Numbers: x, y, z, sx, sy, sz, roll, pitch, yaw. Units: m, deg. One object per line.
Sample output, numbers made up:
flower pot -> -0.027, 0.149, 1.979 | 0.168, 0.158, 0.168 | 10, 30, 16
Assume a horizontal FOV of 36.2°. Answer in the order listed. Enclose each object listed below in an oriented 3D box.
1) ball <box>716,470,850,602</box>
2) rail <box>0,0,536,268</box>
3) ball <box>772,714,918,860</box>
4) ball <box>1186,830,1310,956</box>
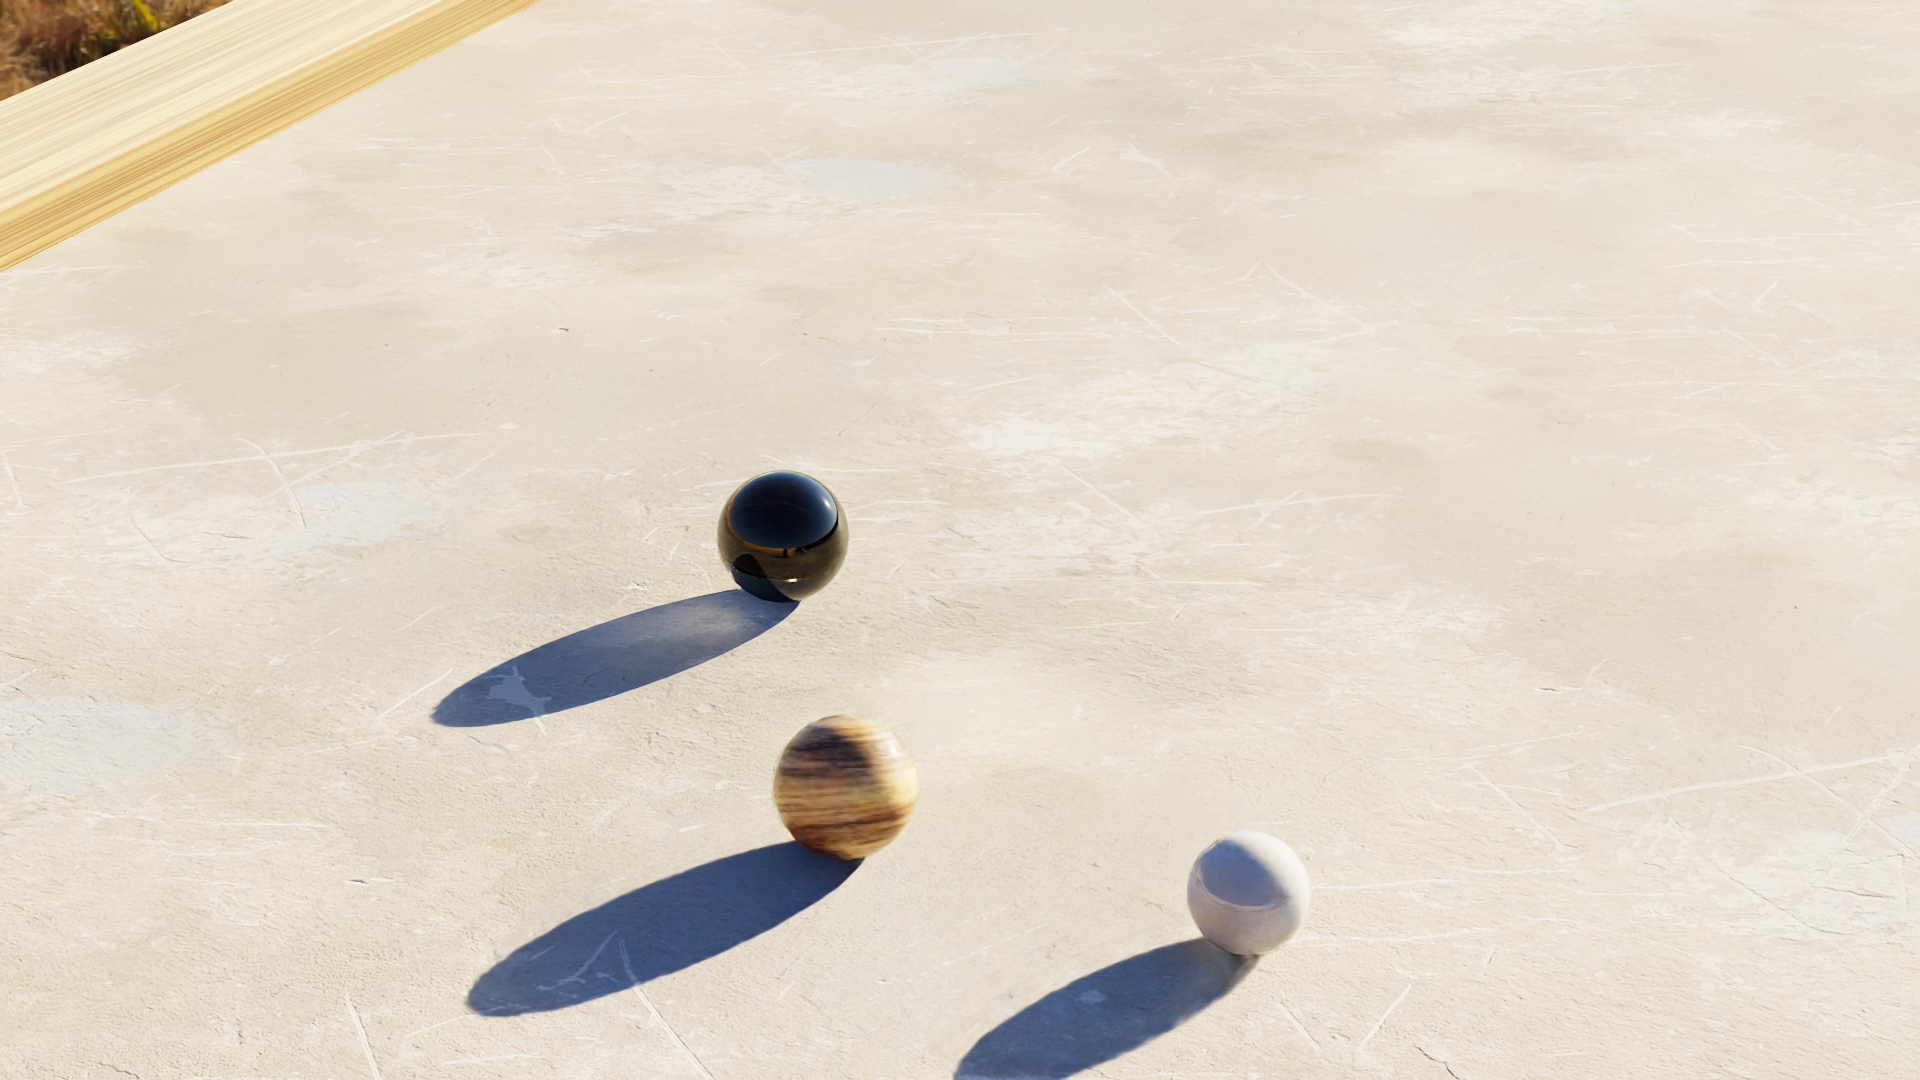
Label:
ball -> -0.106, -0.002, 1.759 | 0.080, 0.080, 0.080 | 0, 27, 0
rail -> -0.440, -0.539, 2.774 | 0.045, 0.125, 3.470 | 11, 29, 21
ball -> -0.059, 0.126, 1.509 | 0.075, 0.075, 0.075 | 0, 27, 0
ball -> 0.140, 0.172, 1.434 | 0.060, 0.060, 0.060 | 0, 27, 0
